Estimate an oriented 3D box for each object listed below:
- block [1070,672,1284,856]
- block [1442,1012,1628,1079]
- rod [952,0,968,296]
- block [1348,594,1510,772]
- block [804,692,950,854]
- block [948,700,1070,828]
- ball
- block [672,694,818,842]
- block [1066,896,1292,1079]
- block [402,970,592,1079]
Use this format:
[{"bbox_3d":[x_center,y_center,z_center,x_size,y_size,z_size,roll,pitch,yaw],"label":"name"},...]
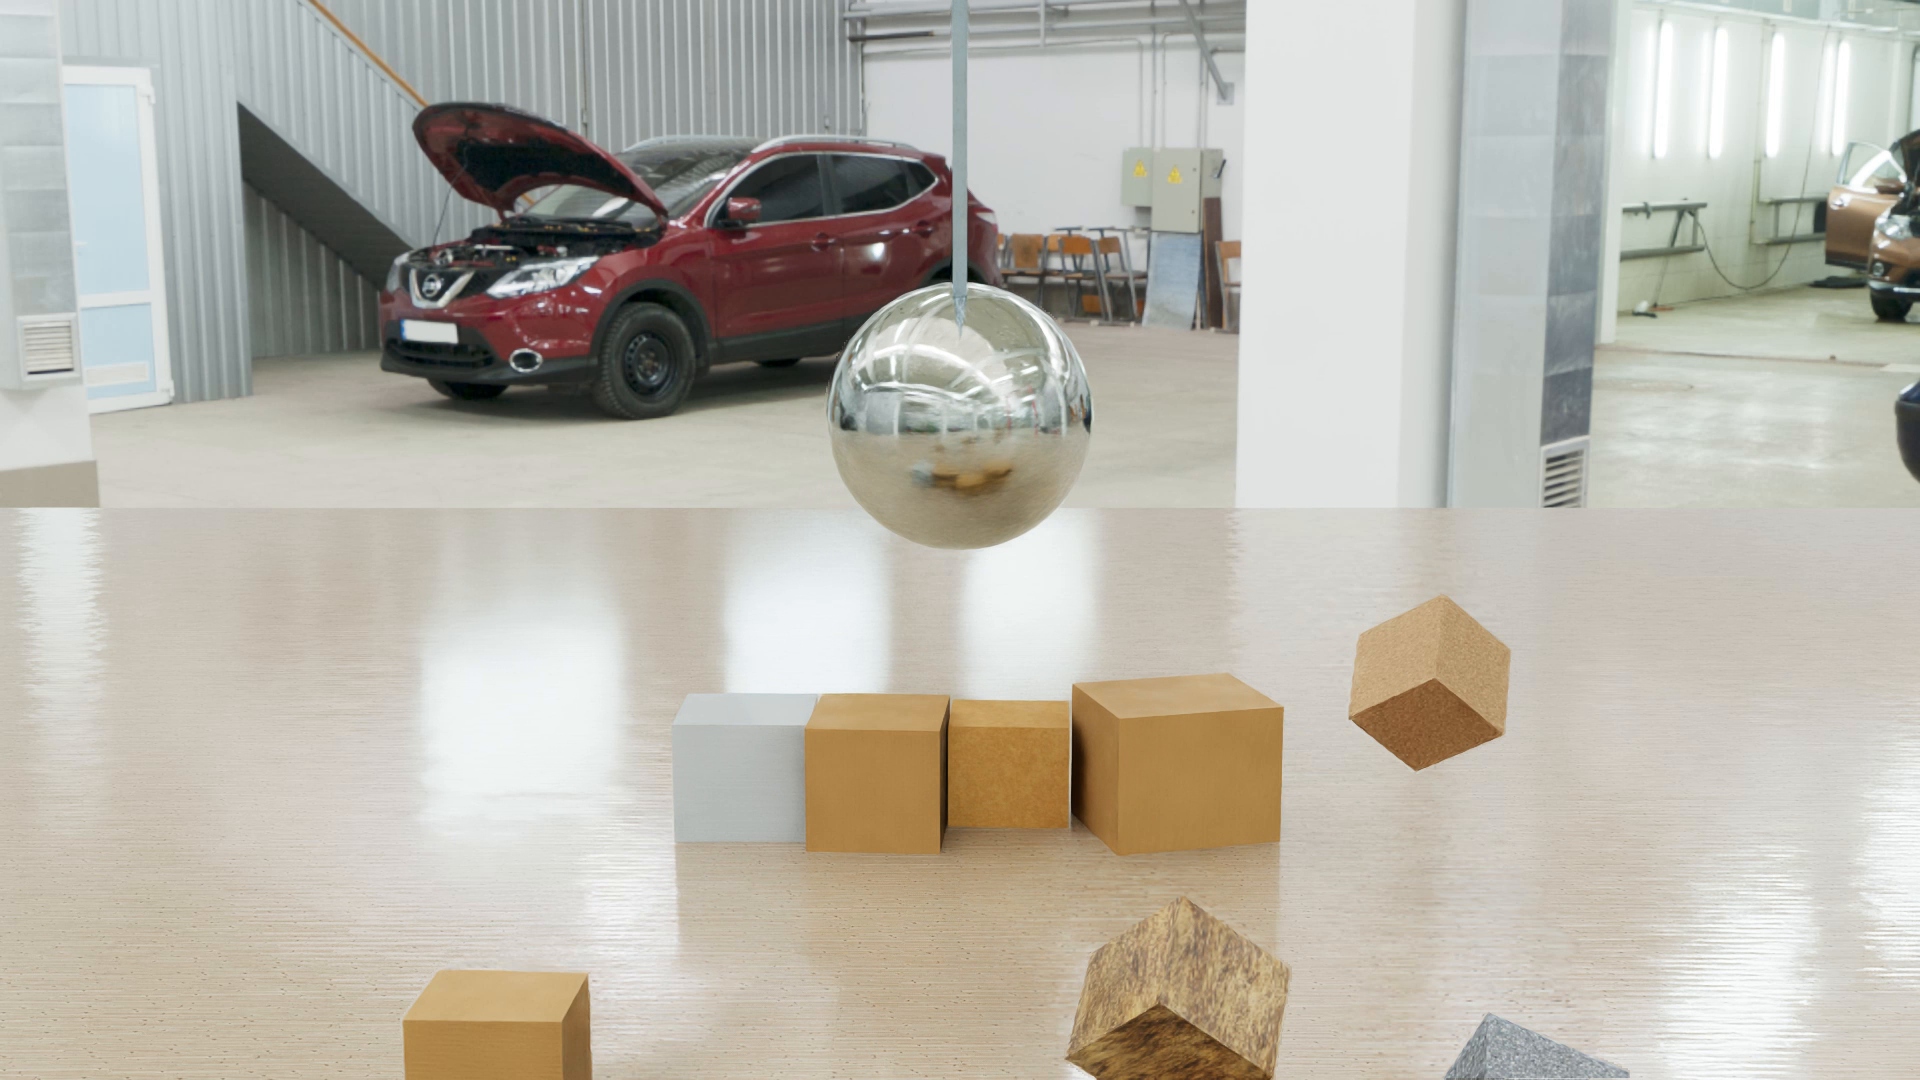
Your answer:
[{"bbox_3d":[1.105,1.139,11.332,0.872,0.704,0.744,-3,11,-15],"label":"block"},{"bbox_3d":[1.722,1.853,6.735,0.469,0.471,0.469,23,33,1],"label":"block"},{"bbox_3d":[0.000,-3.670,11.420,0.080,5.200,0.080,0,30,0],"label":"rod"},{"bbox_3d":[2.062,0.631,9.653,0.487,0.454,0.478,-32,30,41],"label":"block"},{"bbox_3d":[-0.411,1.186,11.270,0.671,0.634,0.720,1,10,4],"label":"block"},{"bbox_3d":[0.262,1.174,11.609,0.624,0.536,0.558,0,10,2],"label":"block"},{"bbox_3d":[0.000,-0.736,13.139,1.600,1.600,1.600,0,10,0],"label":"ball"},{"bbox_3d":[-1.101,1.173,11.403,0.688,0.613,0.636,0,10,0],"label":"block"},{"bbox_3d":[0.752,1.626,7.554,0.492,0.519,0.450,35,43,-15],"label":"block"},{"bbox_3d":[-1.677,1.872,8.024,0.565,0.445,0.476,0,10,2],"label":"block"}]
